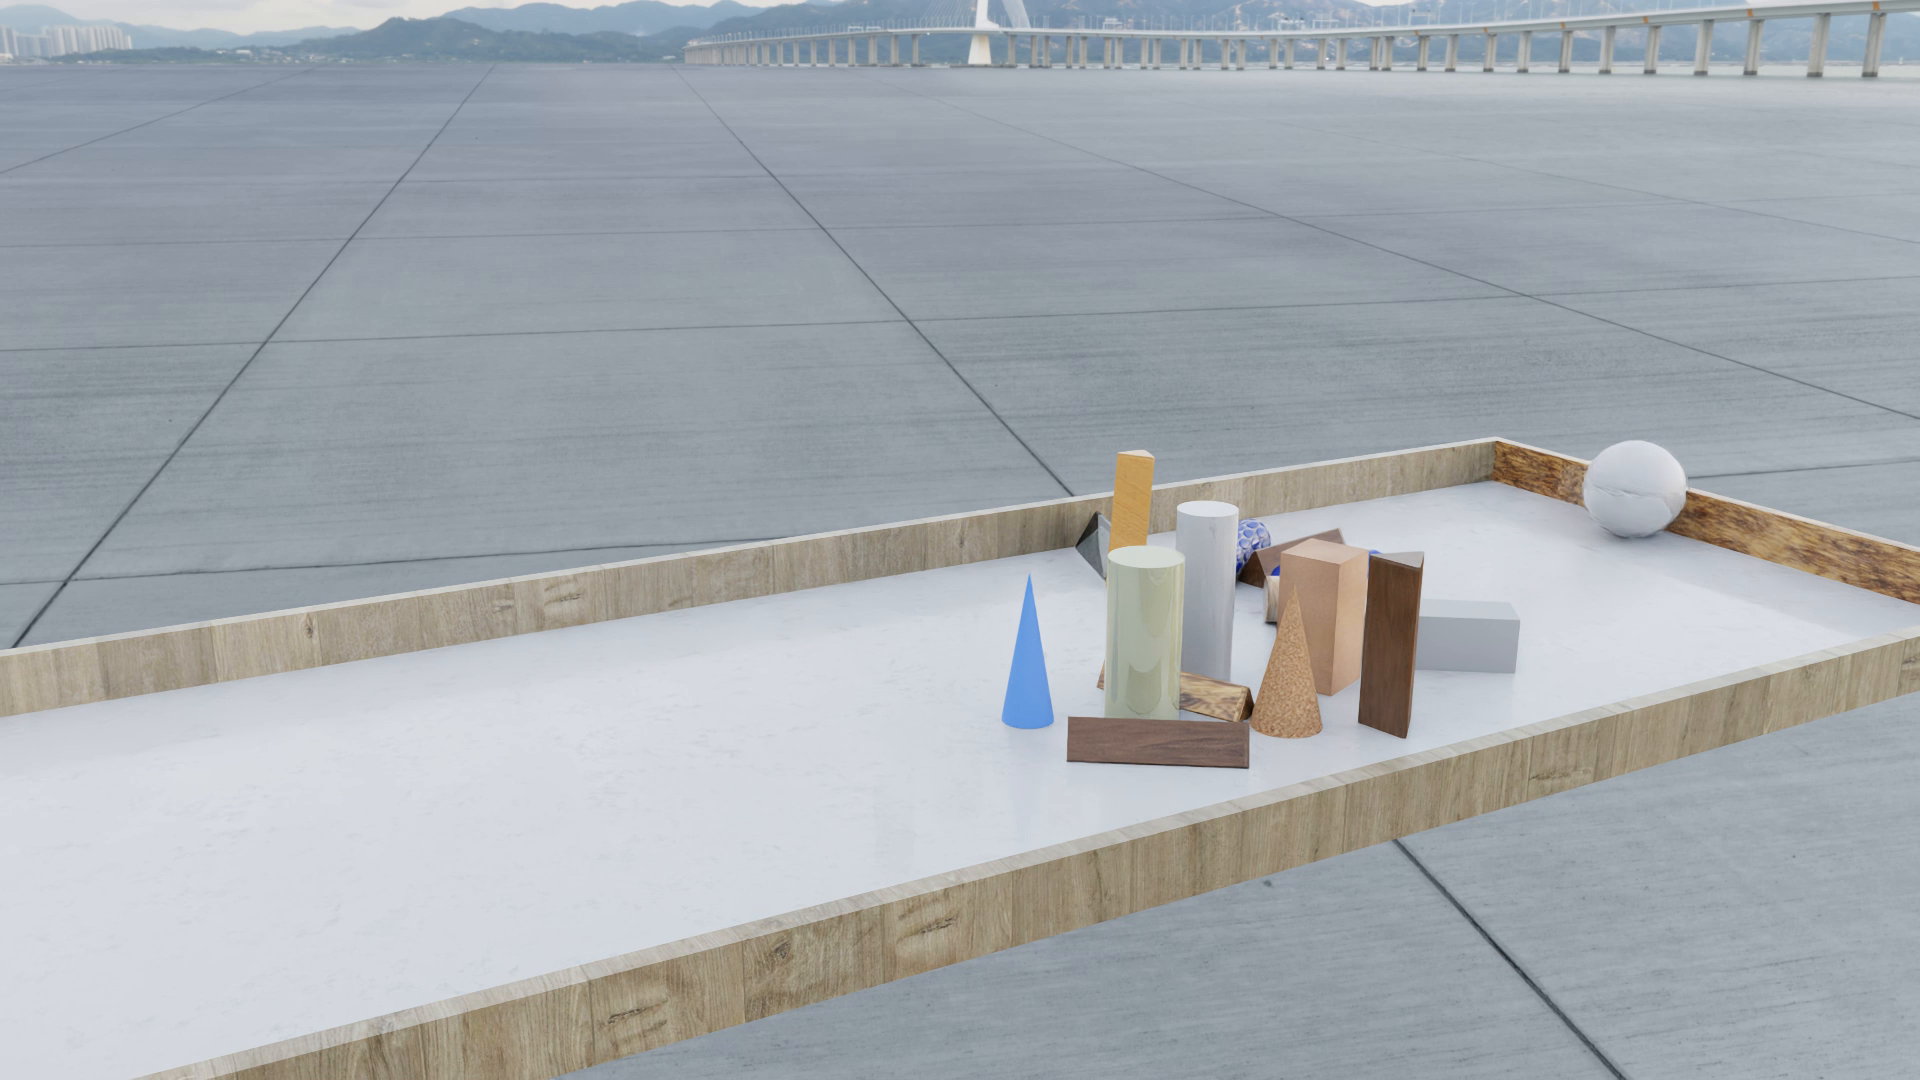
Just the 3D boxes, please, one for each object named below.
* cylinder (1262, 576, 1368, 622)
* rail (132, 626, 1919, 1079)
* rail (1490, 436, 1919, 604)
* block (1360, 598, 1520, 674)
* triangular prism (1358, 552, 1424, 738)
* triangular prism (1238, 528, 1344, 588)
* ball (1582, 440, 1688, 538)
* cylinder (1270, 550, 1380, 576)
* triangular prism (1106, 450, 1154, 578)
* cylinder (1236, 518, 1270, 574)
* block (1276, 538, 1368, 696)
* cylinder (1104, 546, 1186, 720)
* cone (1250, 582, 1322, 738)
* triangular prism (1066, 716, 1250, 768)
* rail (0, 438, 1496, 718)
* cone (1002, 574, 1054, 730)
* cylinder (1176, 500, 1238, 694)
[{"bbox_3d":[1.029,0.167,4.560,0.366,0.128,0.128,1,16,4],"label":"cylinder"},{"bbox_3d":[-2.336,1.006,1.665,12.000,0.150,0.050,-9,18,-27],"label":"rail"},{"bbox_3d":[2.466,-0.048,5.253,0.050,0.150,2.100,-9,18,-27],"label":"rail"},{"bbox_3d":[1.222,0.244,4.268,0.401,0.145,0.145,2,16,7],"label":"block"},{"bbox_3d":[1.024,0.235,3.823,0.114,0.413,0.132,-13,21,-38],"label":"triangular prism"},{"bbox_3d":[1.022,0.047,4.997,0.392,0.106,0.122,-13,21,-38],"label":"triangular prism"},{"bbox_3d":[2.189,-0.165,5.355,0.316,0.316,0.316,0,16,0],"label":"ball"},{"bbox_3d":[1.067,0.111,4.759,0.340,0.123,0.123,-9,19,-28],"label":"cylinder"},{"bbox_3d":[0.510,-0.061,4.843,0.108,0.401,0.094,9,15,19],"label":"triangular prism"},{"bbox_3d":[0.810,0.041,4.976,0.134,0.134,0.356,10,19,30],"label":"cylinder"},{"bbox_3d":[0.898,0.190,4.105,0.158,0.340,0.158,13,21,37],"label":"block"},{"bbox_3d":[0.432,0.229,3.873,0.179,0.397,0.179,0,16,0],"label":"cylinder"},{"bbox_3d":[0.766,0.263,3.828,0.170,0.356,0.170,0,16,0],"label":"cone"},{"bbox_3d":[0.442,0.442,3.688,0.402,0.087,0.100,2,17,5],"label":"triangular prism"},{"bbox_3d":[-3.305,0.497,3.399,12.000,0.150,0.050,-9,18,-27],"label":"rail"},{"bbox_3d":[0.161,0.247,3.858,0.126,0.370,0.126,0,16,0],"label":"cone"},{"bbox_3d":[0.603,0.141,4.074,0.149,0.452,0.149,0,16,0],"label":"cylinder"}]
